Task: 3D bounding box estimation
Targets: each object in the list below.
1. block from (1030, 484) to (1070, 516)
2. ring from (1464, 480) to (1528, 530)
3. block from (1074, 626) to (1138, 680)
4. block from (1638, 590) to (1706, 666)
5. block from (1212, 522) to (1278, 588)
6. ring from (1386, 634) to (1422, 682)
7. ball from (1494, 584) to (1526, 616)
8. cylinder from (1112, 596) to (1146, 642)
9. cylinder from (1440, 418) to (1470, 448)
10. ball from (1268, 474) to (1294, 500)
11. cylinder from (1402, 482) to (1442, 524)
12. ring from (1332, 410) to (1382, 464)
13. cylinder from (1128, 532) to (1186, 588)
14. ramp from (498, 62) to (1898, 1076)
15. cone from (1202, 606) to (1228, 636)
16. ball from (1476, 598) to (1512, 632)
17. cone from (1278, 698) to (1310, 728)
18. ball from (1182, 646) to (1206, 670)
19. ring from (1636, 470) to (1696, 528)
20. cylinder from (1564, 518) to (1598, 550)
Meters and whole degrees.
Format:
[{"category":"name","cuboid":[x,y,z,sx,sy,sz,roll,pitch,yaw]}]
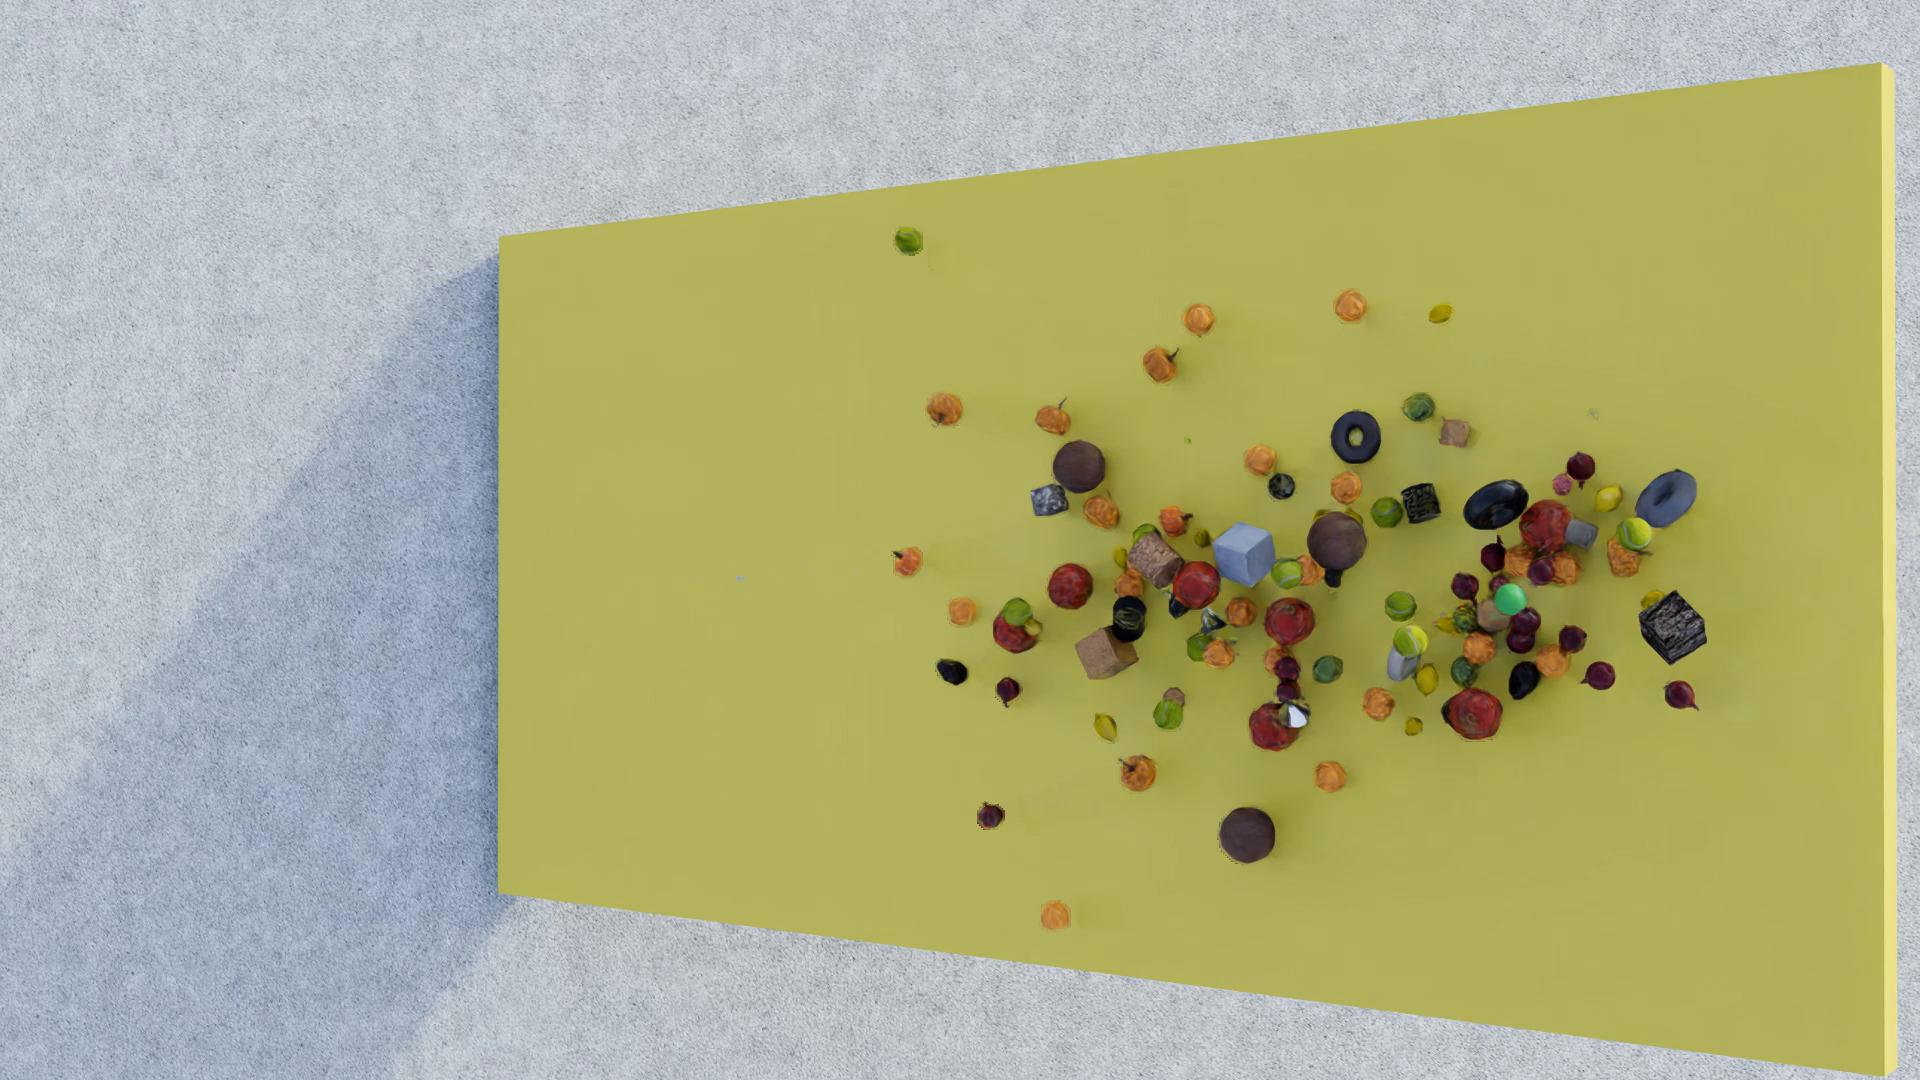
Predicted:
[{"category":"block","cuboid":[0.223,-0.099,5.467,0.063,0.063,0.063,-17,80,35]},{"category":"ring","cuboid":[1.139,-0.074,4.675,0.143,0.143,0.048,-19,56,0]},{"category":"block","cuboid":[0.356,0.274,5.346,0.095,0.095,0.095,-34,70,31]},{"category":"block","cuboid":[1.434,0.177,4.426,0.089,0.089,0.089,-32,50,-2]},{"category":"block","cuboid":[0.658,0.033,5.079,0.096,0.096,0.096,-37,129,-30]},{"category":"ring","cuboid":[0.983,0.261,4.872,0.038,0.113,0.113,25,90,34]},{"category":"ball","cuboid":[1.116,0.120,4.458,0.063,0.063,0.063,0,90,0]},{"category":"cylinder","cuboid":[0.406,0.190,5.292,0.078,0.078,0.078,0,50,0]},{"category":"cylinder","cuboid":[1.088,-0.235,4.837,0.058,0.058,0.058,8,95,0]},{"category":"ball","cuboid":[0.743,-0.124,5.086,0.062,0.062,0.062,0,90,0]},{"category":"cylinder","cuboid":[1.022,-0.081,4.874,0.072,0.072,0.072,-13,79,0]},{"category":"ring","cuboid":[0.898,-0.233,4.987,0.122,0.041,0.122,0,91,37]},{"category":"cylinder","cuboid":[0.462,0.048,5.164,0.095,0.095,0.095,-44,60,0]},{"category":"ramp","cuboid":[0.236,0.066,5.557,4.000,0.100,2.000,0,89,36]},{"category":"cone","cuboid":[0.580,0.180,5.127,0.067,0.067,0.067,-22,84,0]},{"category":"ball","cuboid":[1.156,0.163,4.762,0.077,0.077,0.077,0,90,0]},{"category":"cone","cuboid":[0.738,0.371,4.896,0.072,0.072,0.072,-9,60,16]},{"category":"ball","cuboid":[0.556,0.279,5.226,0.055,0.055,0.055,0,90,0]},{"category":"ring","cuboid":[1.456,-0.085,4.533,0.046,0.139,0.139,41,90,-19]},{"category":"cylinder","cuboid":[1.312,-0.013,4.643,0.052,0.052,0.052,19,90,28]}]
